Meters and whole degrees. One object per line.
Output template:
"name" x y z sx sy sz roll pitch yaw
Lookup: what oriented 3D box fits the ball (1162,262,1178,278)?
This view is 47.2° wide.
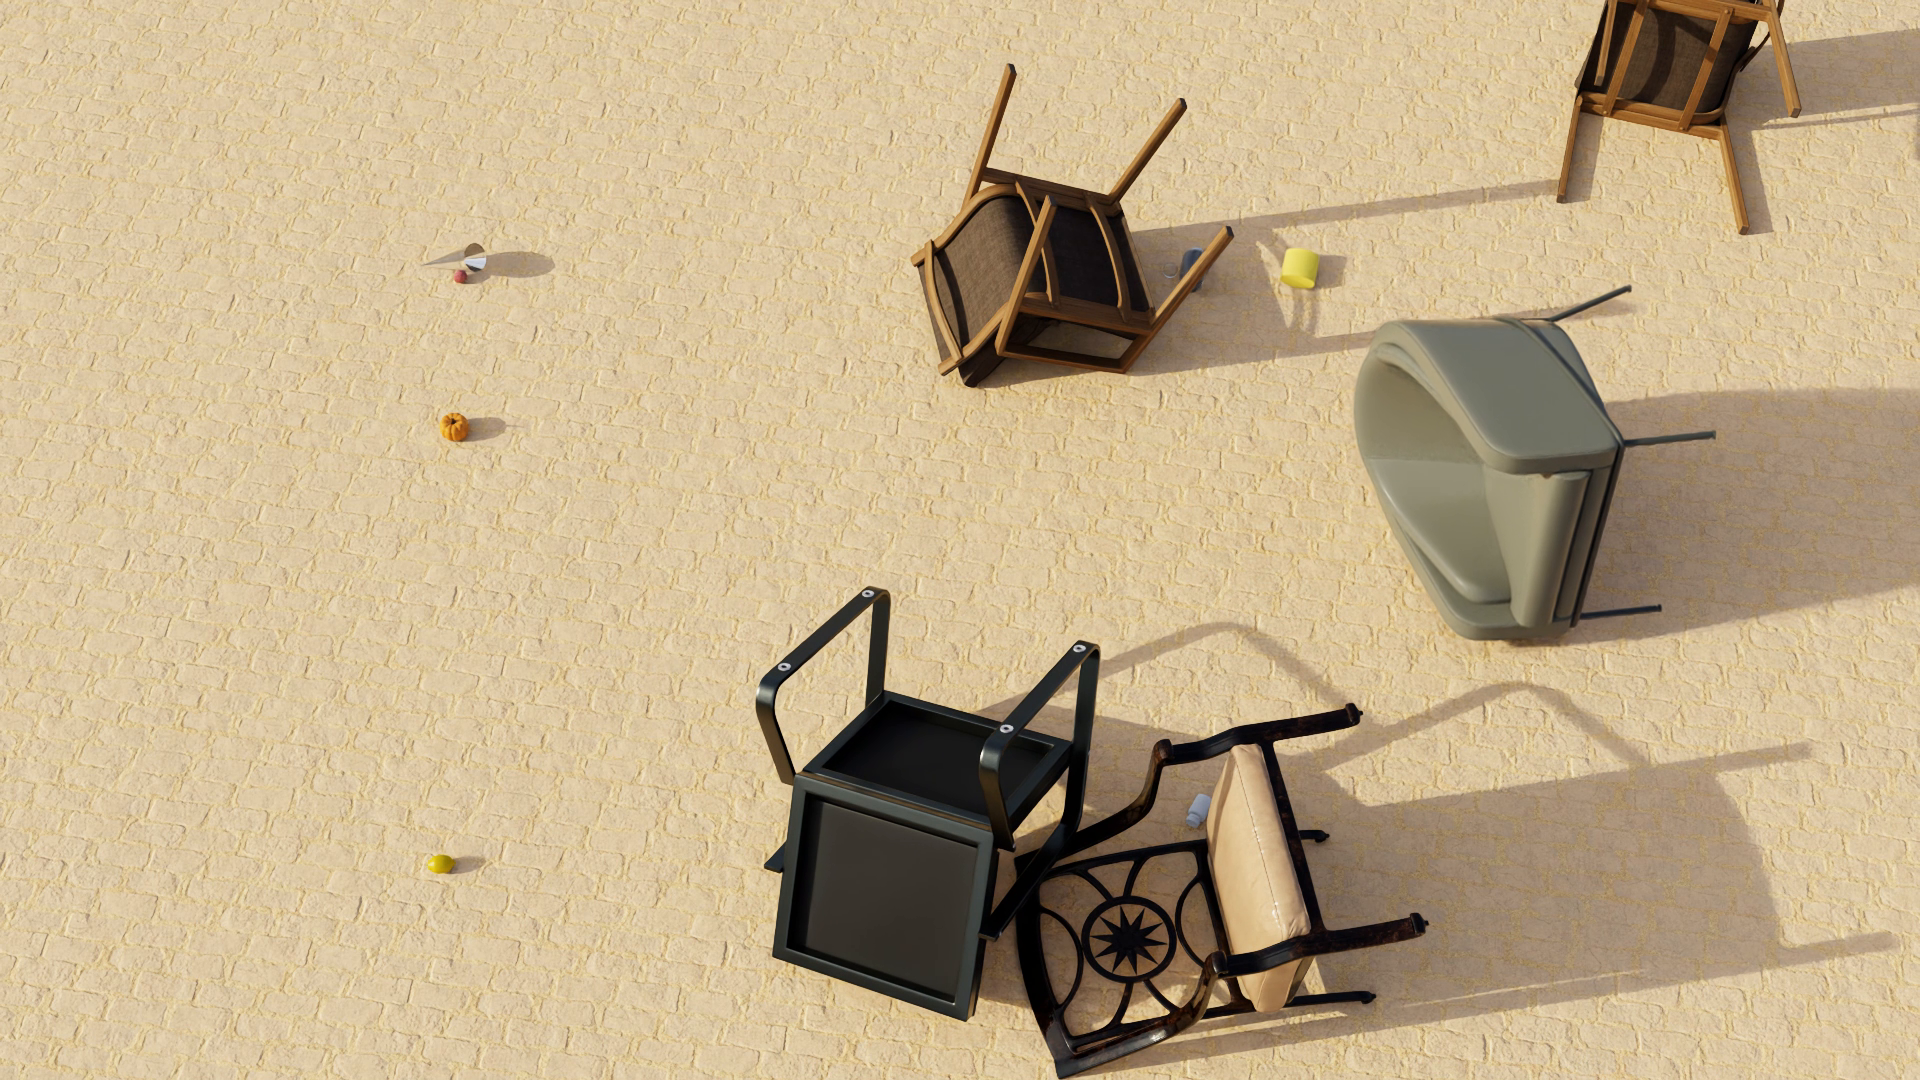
"ball" 0.682 -0.875 7.131 0.050 0.050 0.050 0 56 0

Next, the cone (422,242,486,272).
"cone" -1.666 -0.904 7.145 0.202 0.092 0.152 -6 13 16
